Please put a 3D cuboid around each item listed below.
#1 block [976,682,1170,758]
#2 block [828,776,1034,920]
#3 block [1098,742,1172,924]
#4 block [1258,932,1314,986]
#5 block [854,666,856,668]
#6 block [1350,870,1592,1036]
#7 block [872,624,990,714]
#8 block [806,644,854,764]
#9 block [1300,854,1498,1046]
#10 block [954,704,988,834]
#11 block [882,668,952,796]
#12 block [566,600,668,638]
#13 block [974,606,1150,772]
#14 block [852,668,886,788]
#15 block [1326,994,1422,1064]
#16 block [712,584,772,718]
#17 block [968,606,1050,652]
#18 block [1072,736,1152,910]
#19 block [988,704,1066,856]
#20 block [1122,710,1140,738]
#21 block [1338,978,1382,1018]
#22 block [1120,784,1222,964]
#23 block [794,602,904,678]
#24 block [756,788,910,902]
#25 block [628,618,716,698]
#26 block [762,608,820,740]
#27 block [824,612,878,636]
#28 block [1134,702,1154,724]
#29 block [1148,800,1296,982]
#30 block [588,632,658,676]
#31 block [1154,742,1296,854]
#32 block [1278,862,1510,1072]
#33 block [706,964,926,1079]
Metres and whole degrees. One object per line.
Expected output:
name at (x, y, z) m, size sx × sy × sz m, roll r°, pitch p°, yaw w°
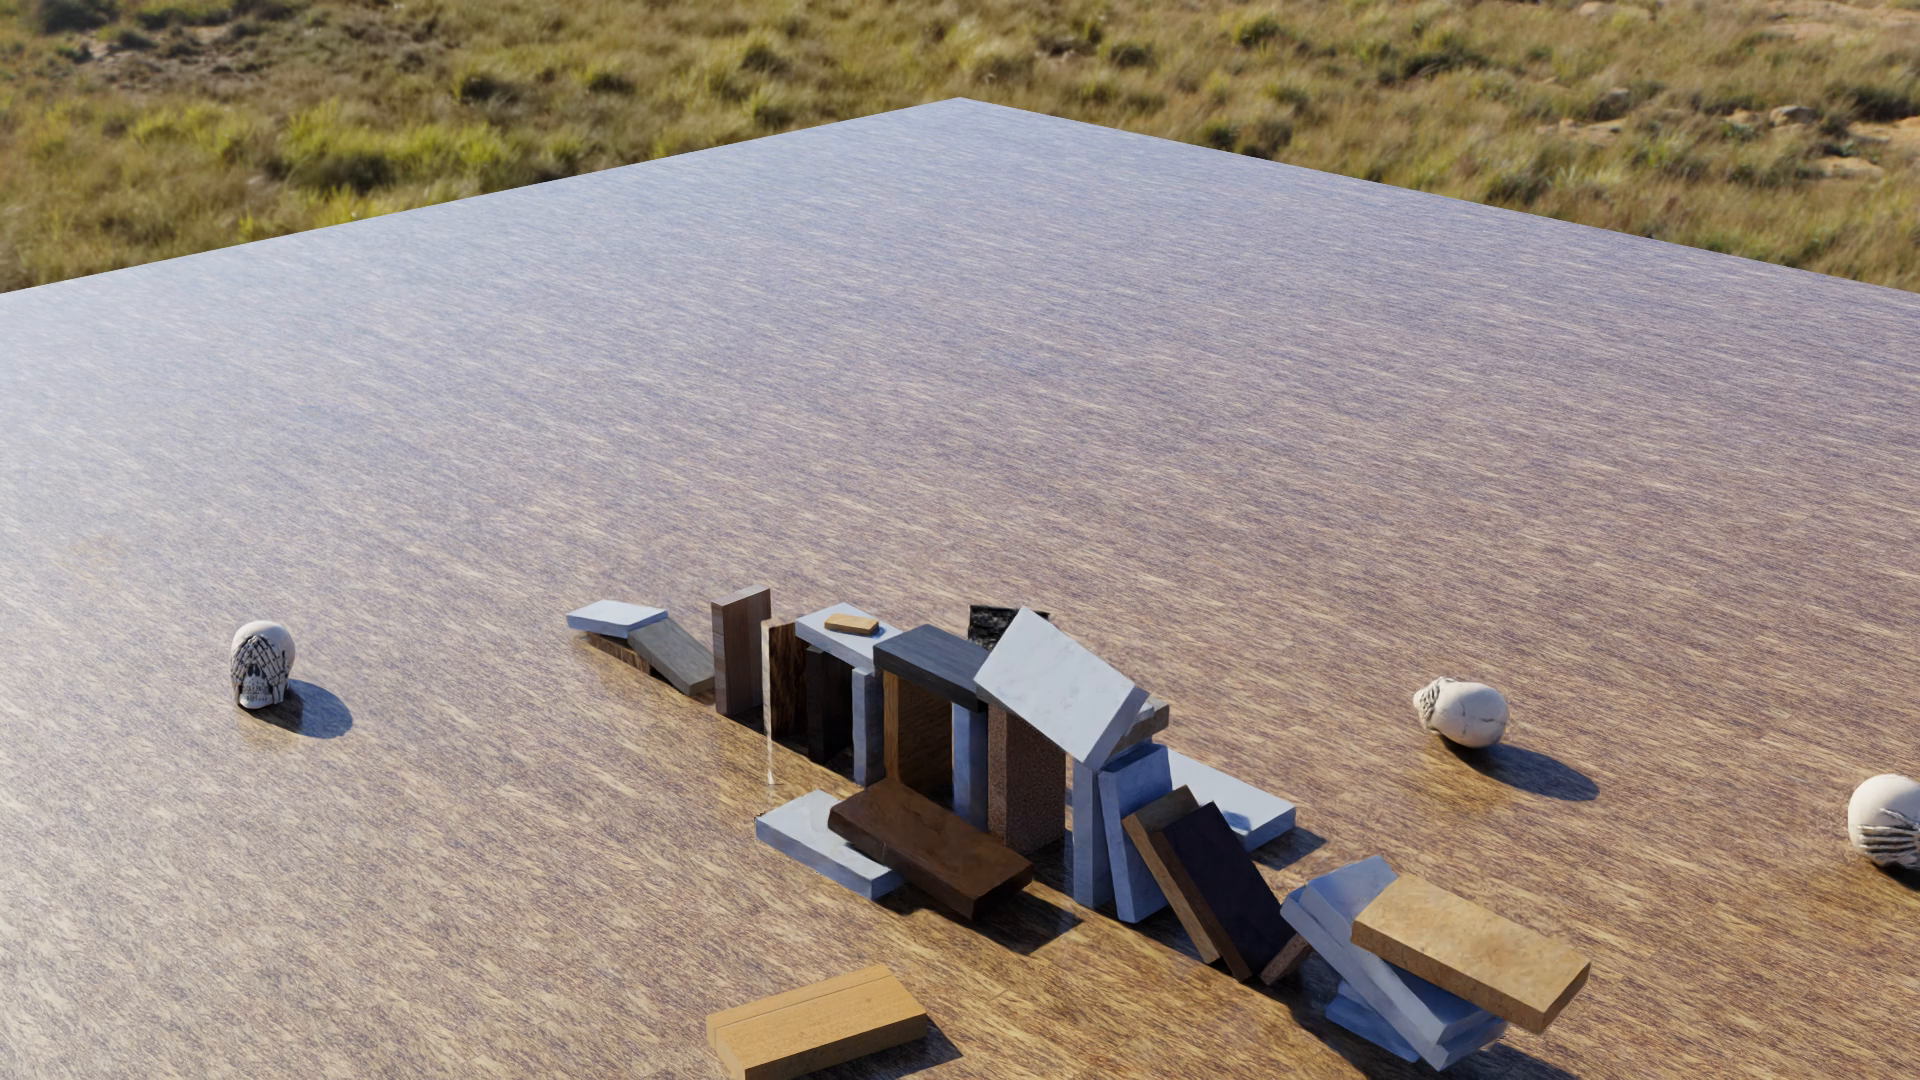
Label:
block at (0.209, 0.302, 4.126) m, size 0.336 × 0.048 × 0.168 m, roll 21°, pitch 31°, yaw 41°
block at (-0.059, 0.584, 4.206) m, size 0.378 × 0.048 × 0.168 m, roll 27°, pitch 35°, yaw 34°
block at (0.340, 0.544, 4.092) m, size 0.149 × 0.299 × 0.042 m, roll -21°, pitch 19°, yaw -41°
block at (0.603, 0.711, 3.869) m, size 0.091 × 0.182 × 0.026 m, roll -21°, pitch 62°, yaw -40°
block at (-0.271, 0.311, 4.985) m, size 0.051 × 0.014 × 0.102 m, roll 6°, pitch 35°, yaw 13°
block at (0.829, 0.668, 3.582) m, size 0.340 × 0.048 × 0.170 m, roll 23°, pitch 36°, yaw 32°
block at (-0.017, 0.251, 4.349) m, size 0.149 × 0.042 × 0.299 m, roll -21°, pitch 30°, yaw -40°
block at (-0.272, 0.329, 4.651) m, size 0.037 × 0.262 × 0.131 m, roll 12°, pitch 26°, yaw 27°
block at (0.745, 0.681, 3.682) m, size 0.170 × 0.048 × 0.340 m, roll -13°, pitch 45°, yaw -35°
block at (0.054, 0.435, 4.353) m, size 0.042 × 0.299 × 0.149 m, roll 20°, pitch 30°, yaw 39°
block at (-0.085, 0.380, 4.482) m, size 0.149 × 0.299 × 0.042 m, roll -21°, pitch 30°, yaw -40°
block at (-0.808, 0.185, 5.180) m, size 0.236 × 0.033 × 0.118 m, roll 7°, pitch 21°, yaw 42°
block at (0.181, 0.267, 4.004) m, size 0.048 × 0.168 × 0.336 m, roll 33°, pitch 1°, yaw -44°
block at (-0.160, 0.371, 4.551) m, size 0.037 × 0.262 × 0.131 m, roll 21°, pitch 31°, yaw 40°
block at (0.728, 0.821, 3.767) m, size 0.182 × 0.026 × 0.091 m, roll 22°, pitch 44°, yaw 41°
block at (-0.477, 0.243, 4.840) m, size 0.038 × 0.271 × 0.135 m, roll 21°, pitch 31°, yaw 41°
block at (0.091, 0.308, 4.594) m, size 0.165 × 0.329 × 0.047 m, roll 5°, pitch 1°, yaw 33°
block at (0.287, 0.509, 4.130) m, size 0.168 × 0.336 × 0.048 m, roll -21°, pitch 29°, yaw -41°
block at (0.131, 0.448, 4.274) m, size 0.048 × 0.336 × 0.168 m, roll 21°, pitch 30°, yaw 41°
block at (0.262, 0.303, 3.964) m, size 0.134 × 0.067 × 0.019 m, roll 19°, pitch -10°, yaw 44°
block at (0.739, 0.780, 3.715) m, size 0.182 × 0.026 × 0.091 m, roll 28°, pitch 30°, yaw 22°
block at (0.432, 0.609, 4.020) m, size 0.149 × 0.042 × 0.299 m, roll -21°, pitch 75°, yaw -41°
block at (-0.210, 0.205, 4.560) m, size 0.131 × 0.037 × 0.262 m, roll -19°, pitch 29°, yaw -38°
block at (-0.228, 0.593, 4.303) m, size 0.329 × 0.047 × 0.165 m, roll 21°, pitch 31°, yaw 40°
block at (-0.642, 0.267, 5.024) m, size 0.118 × 0.033 × 0.236 m, roll -20°, pitch 43°, yaw -39°
block at (-0.355, 0.290, 4.730) m, size 0.135 × 0.271 × 0.038 m, roll -12°, pitch 27°, yaw -26°
block at (-0.225, 0.175, 4.565) m, size 0.102 × 0.014 × 0.051 m, roll 8°, pitch 24°, yaw 19°
block at (0.284, 0.302, 4.041) m, size 0.067 × 0.019 × 0.134 m, roll -19°, pitch 30°, yaw -38°
block at (0.480, 0.632, 3.972) m, size 0.149 × 0.042 × 0.299 m, roll -21°, pitch 74°, yaw -41°
block at (-0.748, 0.247, 5.137) m, size 0.118 × 0.033 × 0.236 m, roll -21°, pitch 31°, yaw -40°
block at (0.483, 0.523, 4.469) m, size 0.165 × 0.047 × 0.372 m, roll -21°, pitch 31°, yaw -40°
block at (0.733, 0.715, 3.715) m, size 0.170 × 0.048 × 0.382 m, roll -16°, pitch 47°, yaw -37°
block at (-0.244, 0.828, 3.748) m, size 0.336 × 0.048 × 0.168 m, roll -12°, pitch 26°, yaw -26°
